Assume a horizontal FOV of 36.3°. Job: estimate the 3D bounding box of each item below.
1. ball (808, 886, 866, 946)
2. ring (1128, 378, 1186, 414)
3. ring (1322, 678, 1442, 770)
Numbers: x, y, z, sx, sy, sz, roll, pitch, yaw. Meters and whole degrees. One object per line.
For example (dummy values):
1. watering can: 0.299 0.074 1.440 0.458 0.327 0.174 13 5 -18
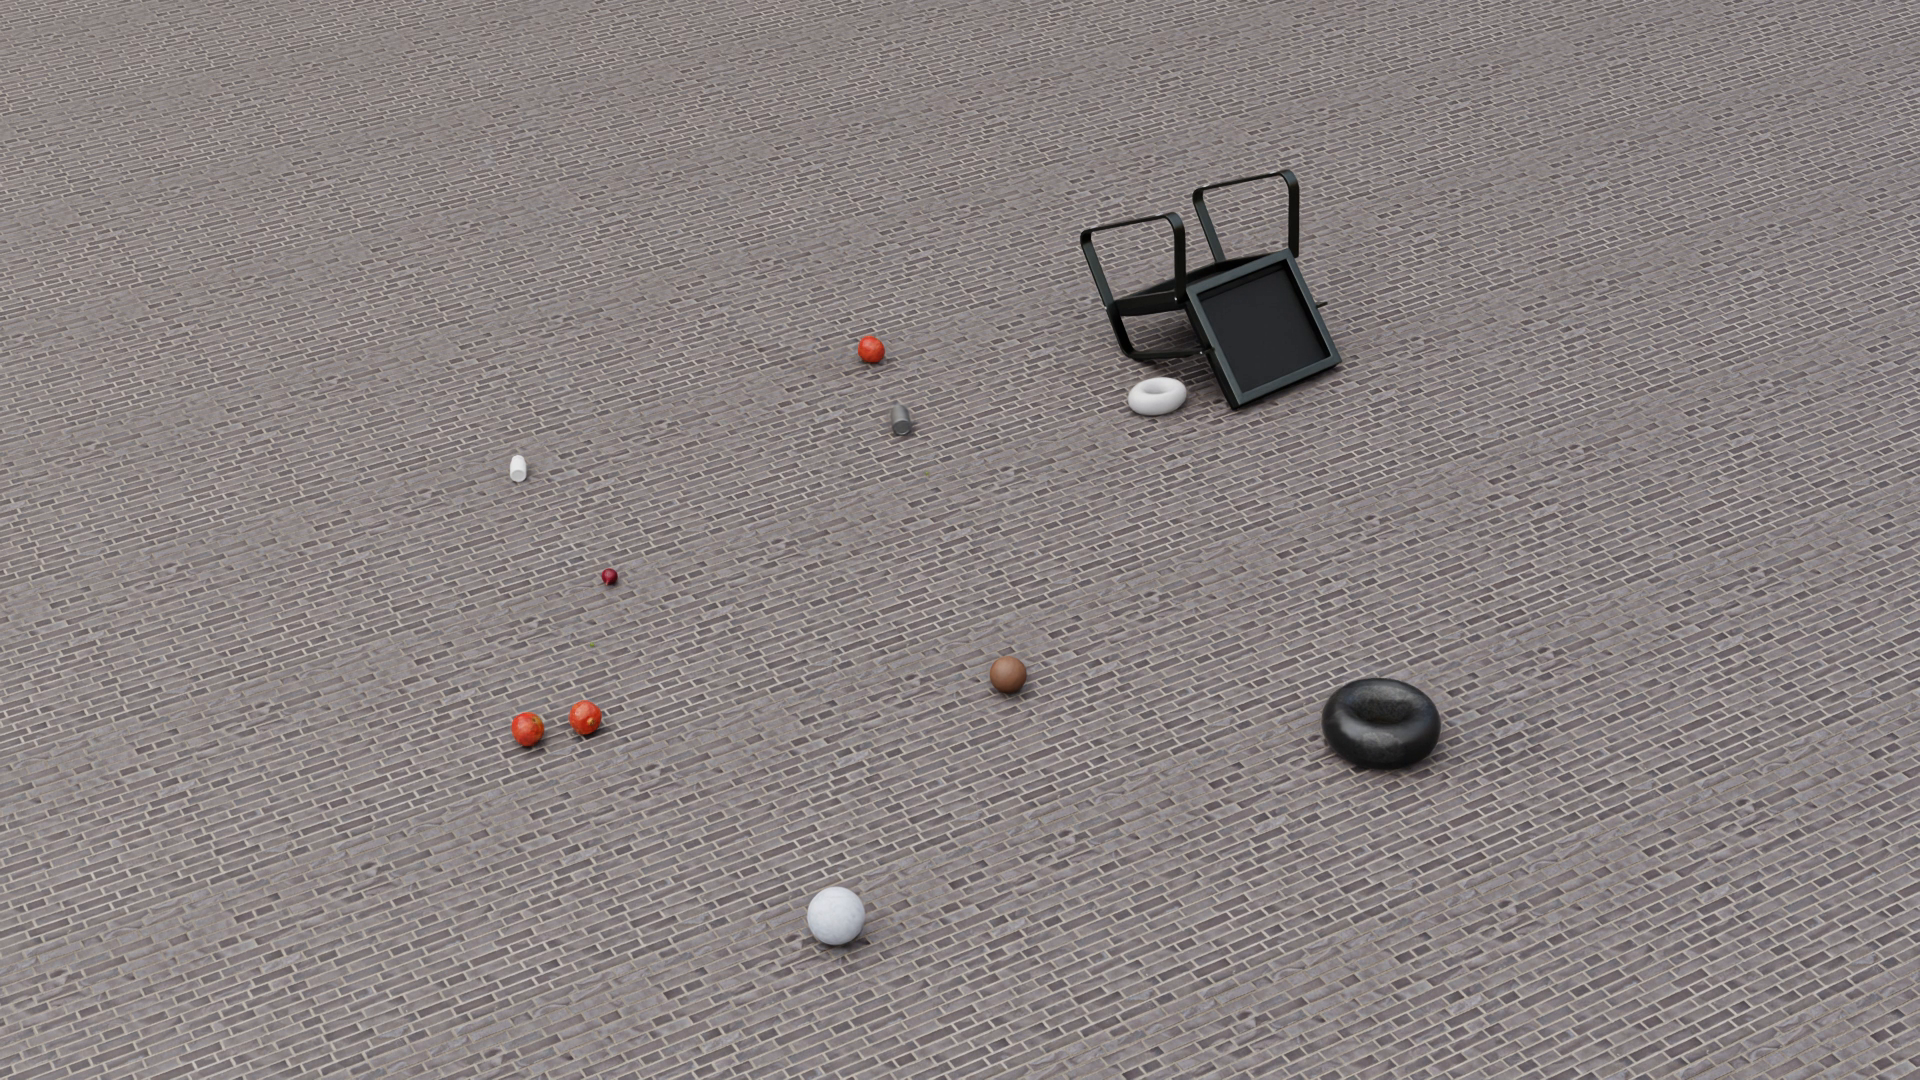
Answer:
1. ball: -0.381 1.157 9.026 0.179 0.179 0.179 0 33 0
2. ring: 0.790 -0.574 11.733 0.255 0.093 0.175 -15 38 -24
3. ring: 1.416 0.617 9.860 0.402 0.165 0.387 14 37 22
